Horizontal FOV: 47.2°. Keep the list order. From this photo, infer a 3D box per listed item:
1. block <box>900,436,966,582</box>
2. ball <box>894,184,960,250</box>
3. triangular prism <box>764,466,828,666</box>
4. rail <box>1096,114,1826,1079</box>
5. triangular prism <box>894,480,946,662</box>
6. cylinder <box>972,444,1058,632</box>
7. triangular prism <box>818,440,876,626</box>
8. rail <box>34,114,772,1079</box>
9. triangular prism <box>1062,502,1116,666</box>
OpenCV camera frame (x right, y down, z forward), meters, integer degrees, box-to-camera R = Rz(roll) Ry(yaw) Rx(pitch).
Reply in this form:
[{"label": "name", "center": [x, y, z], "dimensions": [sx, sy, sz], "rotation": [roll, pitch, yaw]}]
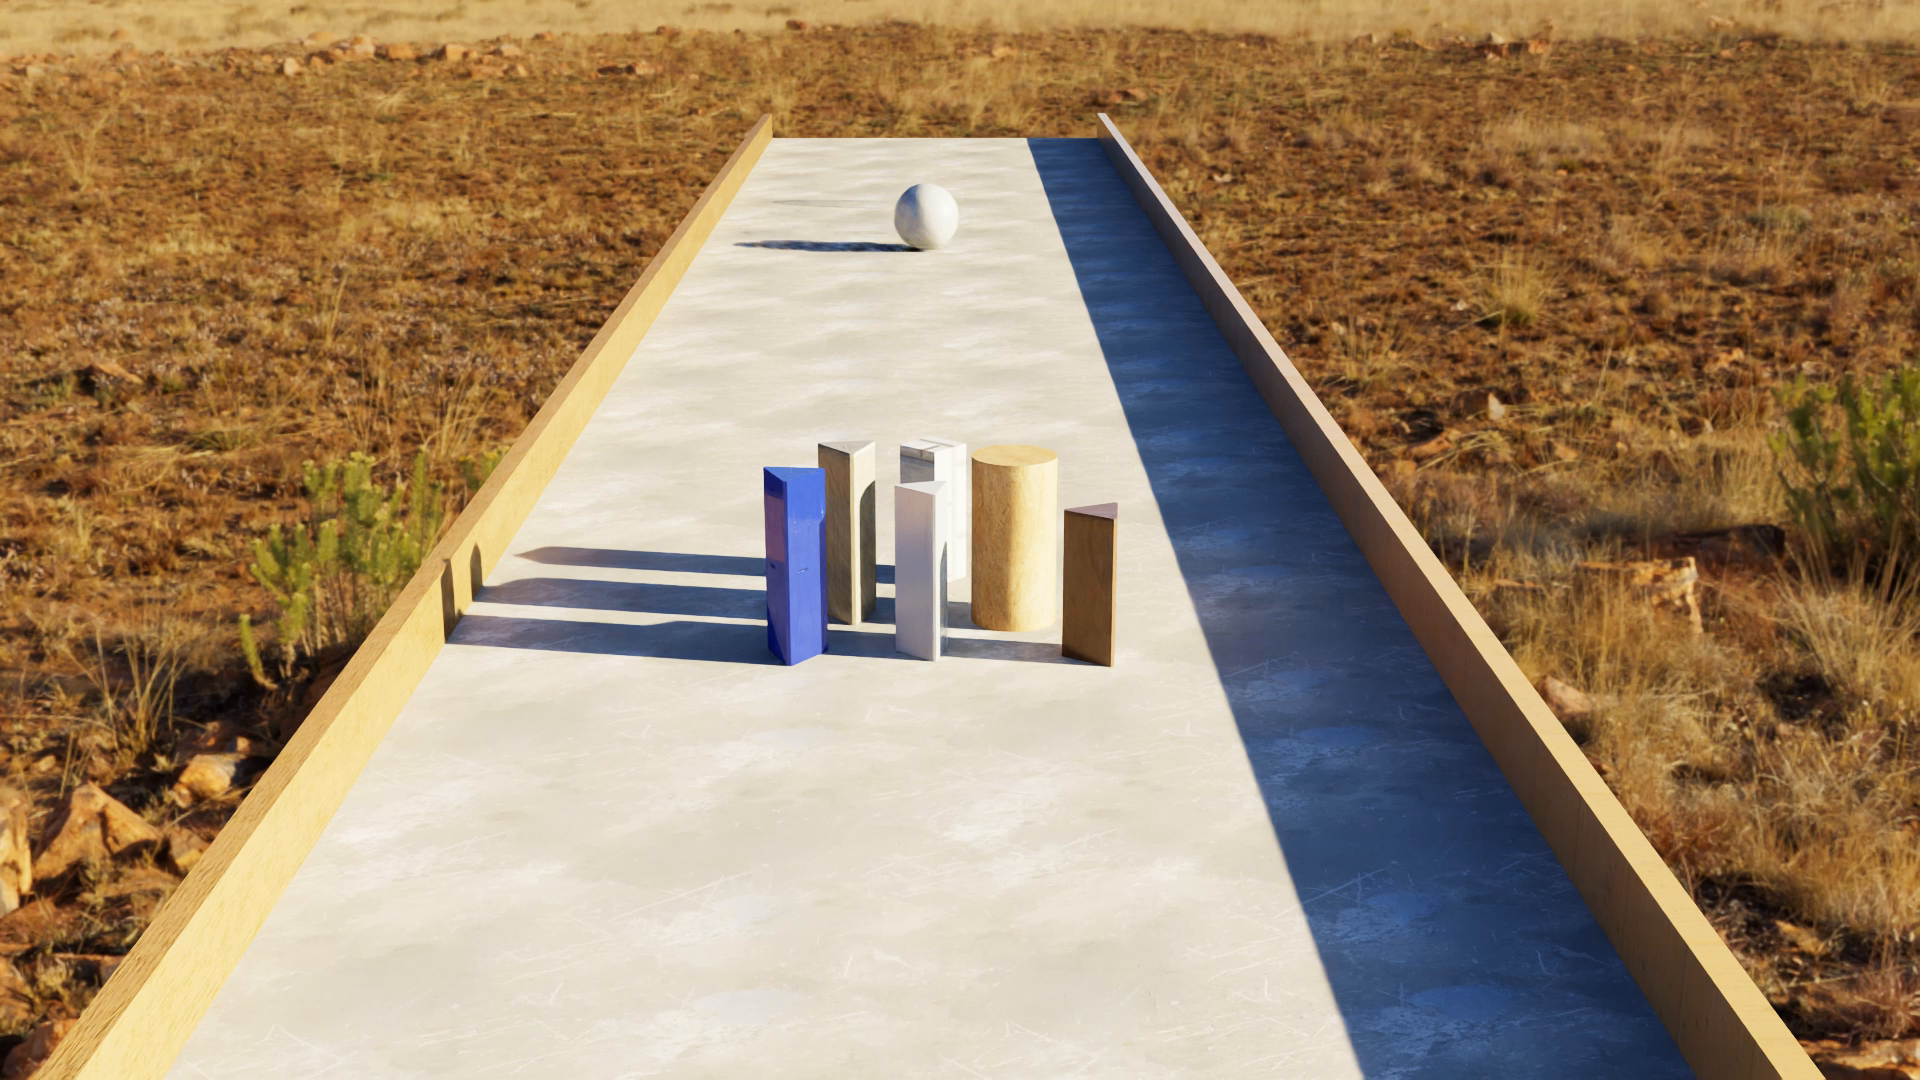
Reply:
[{"label": "block", "center": [-0.060, -0.064, 4.904], "dimensions": [0.104, 0.307, 0.104], "rotation": [14, 22, 39]}, {"label": "ball", "center": [-0.144, -1.378, 9.368], "dimensions": [0.281, 0.281, 0.281], "rotation": [0, 17, 0]}, {"label": "triangular prism", "center": [-0.347, 0.046, 4.402], "dimensions": [0.106, 0.382, 0.122], "rotation": [12, 20, 34]}, {"label": "rail", "center": [0.932, -0.844, 7.801], "dimensions": [0.050, 0.150, 12.000], "rotation": [0, 17, -1]}, {"label": "triangular prism", "center": [-0.059, 0.057, 4.425], "dimensions": [0.108, 0.348, 0.094], "rotation": [14, 22, 40]}, {"label": "cylinder", "center": [0.113, -0.005, 4.617], "dimensions": [0.180, 0.357, 0.180], "rotation": [0, 17, 0]}, {"label": "triangular prism", "center": [-0.220, -0.021, 4.644], "dimensions": [0.103, 0.373, 0.119], "rotation": [-13, 21, -38]}, {"label": "rail", "center": [-1.118, -0.838, 7.780], "dimensions": [0.050, 0.150, 12.000], "rotation": [0, 17, -1]}, {"label": "triangular prism", "center": [0.284, 0.084, 4.406], "dimensions": [0.120, 0.307, 0.104], "rotation": [11, 20, 33]}]
